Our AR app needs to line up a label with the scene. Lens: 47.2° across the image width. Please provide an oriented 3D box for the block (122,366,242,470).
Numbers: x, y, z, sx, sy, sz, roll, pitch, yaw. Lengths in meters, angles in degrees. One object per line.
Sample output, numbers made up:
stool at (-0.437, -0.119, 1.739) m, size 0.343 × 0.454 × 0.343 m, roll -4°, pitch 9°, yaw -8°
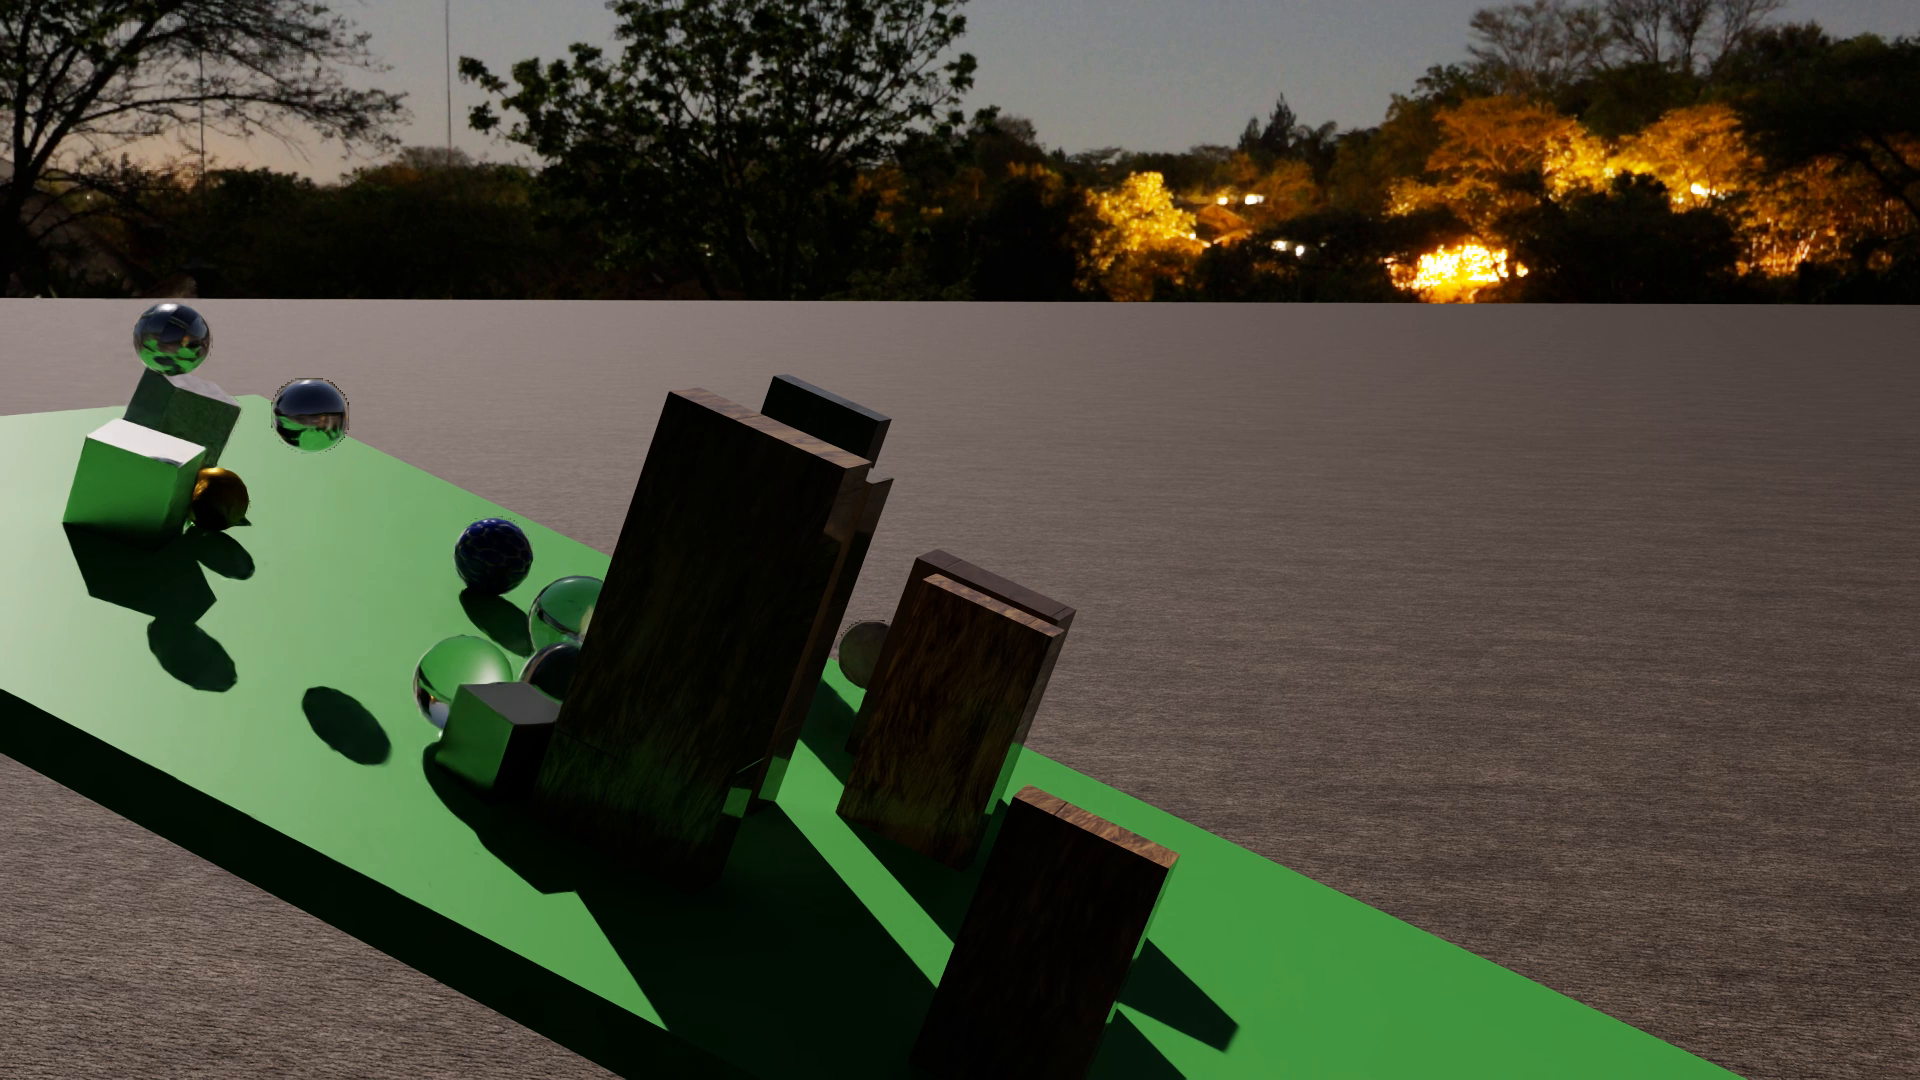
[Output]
block at (-1.722, -0.271, 4.858) m, size 0.162 × 0.162 × 0.162 m, roll 20°, pitch 9°, yaw -46°

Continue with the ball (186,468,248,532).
ball at (-1.525, -0.083, 4.505) m, size 0.131 × 0.131 × 0.131 m, roll 0°, pitch 7°, yaw 0°

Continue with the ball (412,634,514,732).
ball at (-0.882, 0.257, 3.905) m, size 0.177 × 0.177 × 0.177 m, roll 0°, pitch 7°, yaw 0°

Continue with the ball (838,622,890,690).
ball at (-0.192, 0.252, 4.800) m, size 0.149 × 0.149 × 0.149 m, roll 0°, pitch 7°, yaw 0°

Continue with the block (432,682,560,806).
block at (-0.784, 0.350, 3.804) m, size 0.153 × 0.153 × 0.153 m, roll 29°, pitch 15°, yaw 34°

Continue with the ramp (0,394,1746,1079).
ramp at (-0.318, 0.571, 4.201) m, size 4.000 × 0.100 × 2.000 m, roll 24°, pitch 13°, yaw 13°

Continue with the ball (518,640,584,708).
ball at (-0.723, 0.280, 4.053) m, size 0.187 × 0.187 × 0.187 m, roll 0°, pitch 7°, yaw 0°

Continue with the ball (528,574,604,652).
ball at (-0.771, 0.174, 4.450) m, size 0.206 × 0.206 × 0.206 m, roll 0°, pitch 7°, yaw 0°

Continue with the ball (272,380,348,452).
ball at (-1.271, -0.243, 4.301) m, size 0.142 × 0.142 × 0.142 m, roll 0°, pitch 7°, yaw 0°

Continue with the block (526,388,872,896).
block at (-0.442, 0.169, 3.676) m, size 0.327 × 0.775 × 0.124 m, roll 24°, pitch 13°, yaw 13°

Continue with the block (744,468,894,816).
block at (-0.435, 0.121, 4.128) m, size 0.405 × 0.673 × 0.119 m, roll 24°, pitch 13°, yaw 13°

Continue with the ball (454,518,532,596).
ball at (-1.007, 0.037, 4.741) m, size 0.167 × 0.167 × 0.167 m, roll 0°, pitch 7°, yaw 0°

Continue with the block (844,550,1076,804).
block at (0.000, 0.295, 4.614) m, size 0.326 × 0.446 × 0.148 m, roll 24°, pitch 13°, yaw 13°

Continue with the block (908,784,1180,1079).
block at (0.126, 0.637, 3.340) m, size 0.255 × 0.459 × 0.084 m, roll 24°, pitch 13°, yaw 13°

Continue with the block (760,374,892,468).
block at (-0.393, -0.046, 5.052) m, size 0.271 × 0.607 × 0.090 m, roll 24°, pitch 13°, yaw 13°

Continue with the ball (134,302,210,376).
ball at (-1.571, -0.401, 4.384) m, size 0.146 × 0.146 × 0.146 m, roll 0°, pitch 7°, yaw 0°

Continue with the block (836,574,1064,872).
block at (-0.022, 0.350, 4.225) m, size 0.274 × 0.498 × 0.087 m, roll 24°, pitch 13°, yaw 13°

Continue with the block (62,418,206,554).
block at (-1.625, -0.108, 4.332) m, size 0.182 × 0.182 × 0.182 m, roll 19°, pitch 13°, yaw -7°
